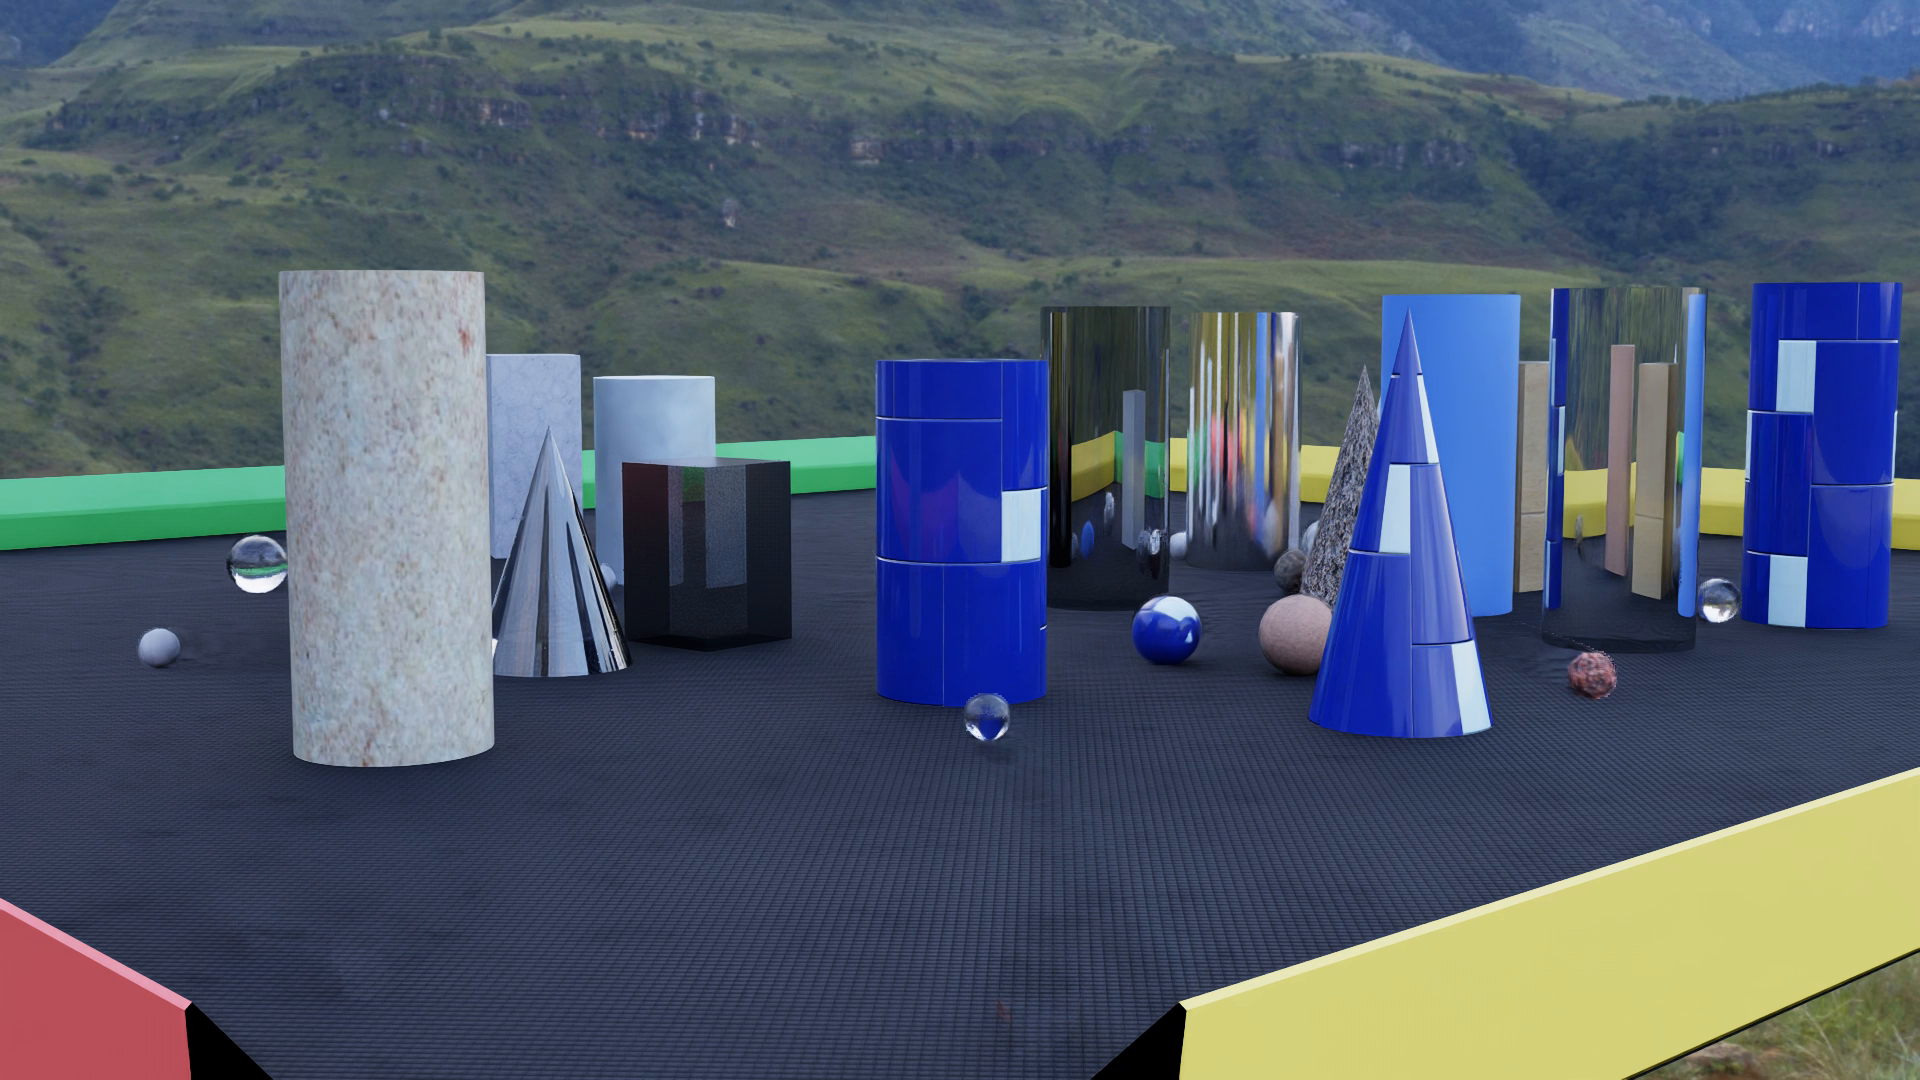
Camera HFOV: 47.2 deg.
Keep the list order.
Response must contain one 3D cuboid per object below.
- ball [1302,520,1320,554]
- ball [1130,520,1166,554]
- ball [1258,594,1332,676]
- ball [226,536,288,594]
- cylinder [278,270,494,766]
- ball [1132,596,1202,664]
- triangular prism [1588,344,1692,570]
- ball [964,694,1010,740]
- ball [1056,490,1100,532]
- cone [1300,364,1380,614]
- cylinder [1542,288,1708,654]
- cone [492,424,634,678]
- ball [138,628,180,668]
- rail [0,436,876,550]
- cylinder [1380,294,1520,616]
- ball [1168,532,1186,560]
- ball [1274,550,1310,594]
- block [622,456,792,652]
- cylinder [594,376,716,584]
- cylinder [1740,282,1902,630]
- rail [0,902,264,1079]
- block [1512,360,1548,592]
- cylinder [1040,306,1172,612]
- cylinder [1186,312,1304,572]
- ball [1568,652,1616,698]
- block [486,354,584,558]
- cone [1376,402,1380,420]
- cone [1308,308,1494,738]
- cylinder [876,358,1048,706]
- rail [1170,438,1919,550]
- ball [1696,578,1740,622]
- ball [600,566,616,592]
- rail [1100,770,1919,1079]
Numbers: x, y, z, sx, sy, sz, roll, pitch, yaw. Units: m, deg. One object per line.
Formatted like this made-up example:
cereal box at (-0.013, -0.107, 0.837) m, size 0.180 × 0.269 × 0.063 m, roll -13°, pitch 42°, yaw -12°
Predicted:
ball at (0.627, 0.010, 3.711) m, size 0.100 × 0.100 × 0.100 m, roll 0°, pitch 6°, yaw 0°
ball at (0.344, -0.005, 4.030) m, size 0.065 × 0.065 × 0.065 m, roll 0°, pitch 6°, yaw 0°
ball at (0.415, 0.116, 2.699) m, size 0.098 × 0.098 × 0.098 m, roll 0°, pitch 6°, yaw 0°
ball at (-1.111, 0.038, 3.476) m, size 0.093 × 0.093 × 0.093 m, roll 0°, pitch 6°, yaw 0°
cylinder at (-0.579, -0.028, 2.230) m, size 0.200 × 0.483 × 0.200 m, roll 0°, pitch 6°, yaw 0°
ball at (0.261, 0.114, 2.778) m, size 0.088 × 0.088 × 0.088 m, roll 0°, pitch 6°, yaw 0°
triangular prism at (1.158, -0.150, 3.865) m, size 0.173 × 0.386 × 0.150 m, roll -2°, pitch 6°, yaw -22°
ball at (0.028, 0.185, 2.287) m, size 0.048 × 0.048 × 0.048 m, roll 0°, pitch 6°, yaw 0°
ball at (0.239, -0.059, 4.433) m, size 0.088 × 0.088 × 0.088 m, roll 0°, pitch 6°, yaw 0°
cone at (0.512, -0.036, 2.804) m, size 0.200 × 0.380 × 0.200 m, roll 0°, pitch 6°, yaw 0°
cylinder at (0.887, -0.098, 2.941) m, size 0.200 × 0.475 × 0.200 m, roll 0°, pitch 6°, yaw 0°
cone at (-0.514, 0.006, 2.768) m, size 0.200 × 0.305 × 0.200 m, roll 0°, pitch 6°, yaw 0°
ball at (-1.001, 0.136, 2.751) m, size 0.049 × 0.049 × 0.049 m, roll 0°, pitch 6°, yaw 0°
rail at (-1.197, -0.100, 4.622) m, size 3.689 × 0.130 × 0.045 m, roll -5°, pitch 8°, yaw -42°
cylinder at (0.729, -0.131, 3.287) m, size 0.200 × 0.468 × 0.200 m, roll 0°, pitch 6°, yaw 0°
ball at (0.396, 0.011, 3.946) m, size 0.049 × 0.049 × 0.049 m, roll 0°, pitch 6°, yaw 0°
ball at (0.531, 0.050, 3.479) m, size 0.069 × 0.069 × 0.069 m, roll 0°, pitch 6°, yaw 0°
block at (-0.342, 0.015, 2.979) m, size 0.160 × 0.242 × 0.160 m, roll 5°, pitch 8°, yaw 39°
cylinder at (-0.507, -0.103, 3.666) m, size 0.200 × 0.335 × 0.200 m, roll 0°, pitch 6°, yaw 0°
cylinder at (1.235, -0.125, 3.159) m, size 0.200 × 0.484 × 0.200 m, roll 0°, pitch 6°, yaw 0°
rail at (-1.338, 0.162, 2.104) m, size 0.045 × 0.130 × 3.576 m, roll -5°, pitch 8°, yaw -42°
block at (0.910, -0.108, 3.586) m, size 0.160 × 0.362 × 0.160 m, roll -4°, pitch 7°, yaw -34°
cylinder at (0.219, -0.128, 3.346) m, size 0.200 × 0.451 × 0.200 m, roll 0°, pitch 6°, yaw 0°
cylinder at (0.498, -0.177, 3.855) m, size 0.200 × 0.442 × 0.200 m, roll 0°, pitch 6°, yaw 0°
ball at (0.730, 0.156, 2.540) m, size 0.053 × 0.053 × 0.053 m, roll 0°, pitch 6°, yaw 0°
block at (-0.791, -0.158, 4.054) m, size 0.160 × 0.365 × 0.160 m, roll -2°, pitch 6°, yaw -20°
cone at (0.771, -0.160, 3.903) m, size 0.200 × 0.398 × 0.200 m, roll 0°, pitch 6°, yaw 0°
cone at (0.481, -0.027, 2.379) m, size 0.200 × 0.451 × 0.200 m, roll 0°, pitch 6°, yaw 0°
cylinder at (0.002, -0.015, 2.562) m, size 0.200 × 0.388 × 0.200 m, roll 0°, pitch 6°, yaw 0°
rail at (1.338, -0.094, 4.560) m, size 0.045 × 0.130 × 3.576 m, roll -5°, pitch 8°, yaw -42°
ball at (1.085, 0.087, 3.152) m, size 0.063 × 0.063 × 0.063 m, roll 0°, pitch 6°, yaw 0°
ball at (-0.566, 0.062, 3.471) m, size 0.046 × 0.046 × 0.046 m, roll 0°, pitch 6°, yaw 0°
rail at (1.197, 0.168, 2.042) m, size 3.689 × 0.130 × 0.045 m, roll -5°, pitch 8°, yaw -42°
